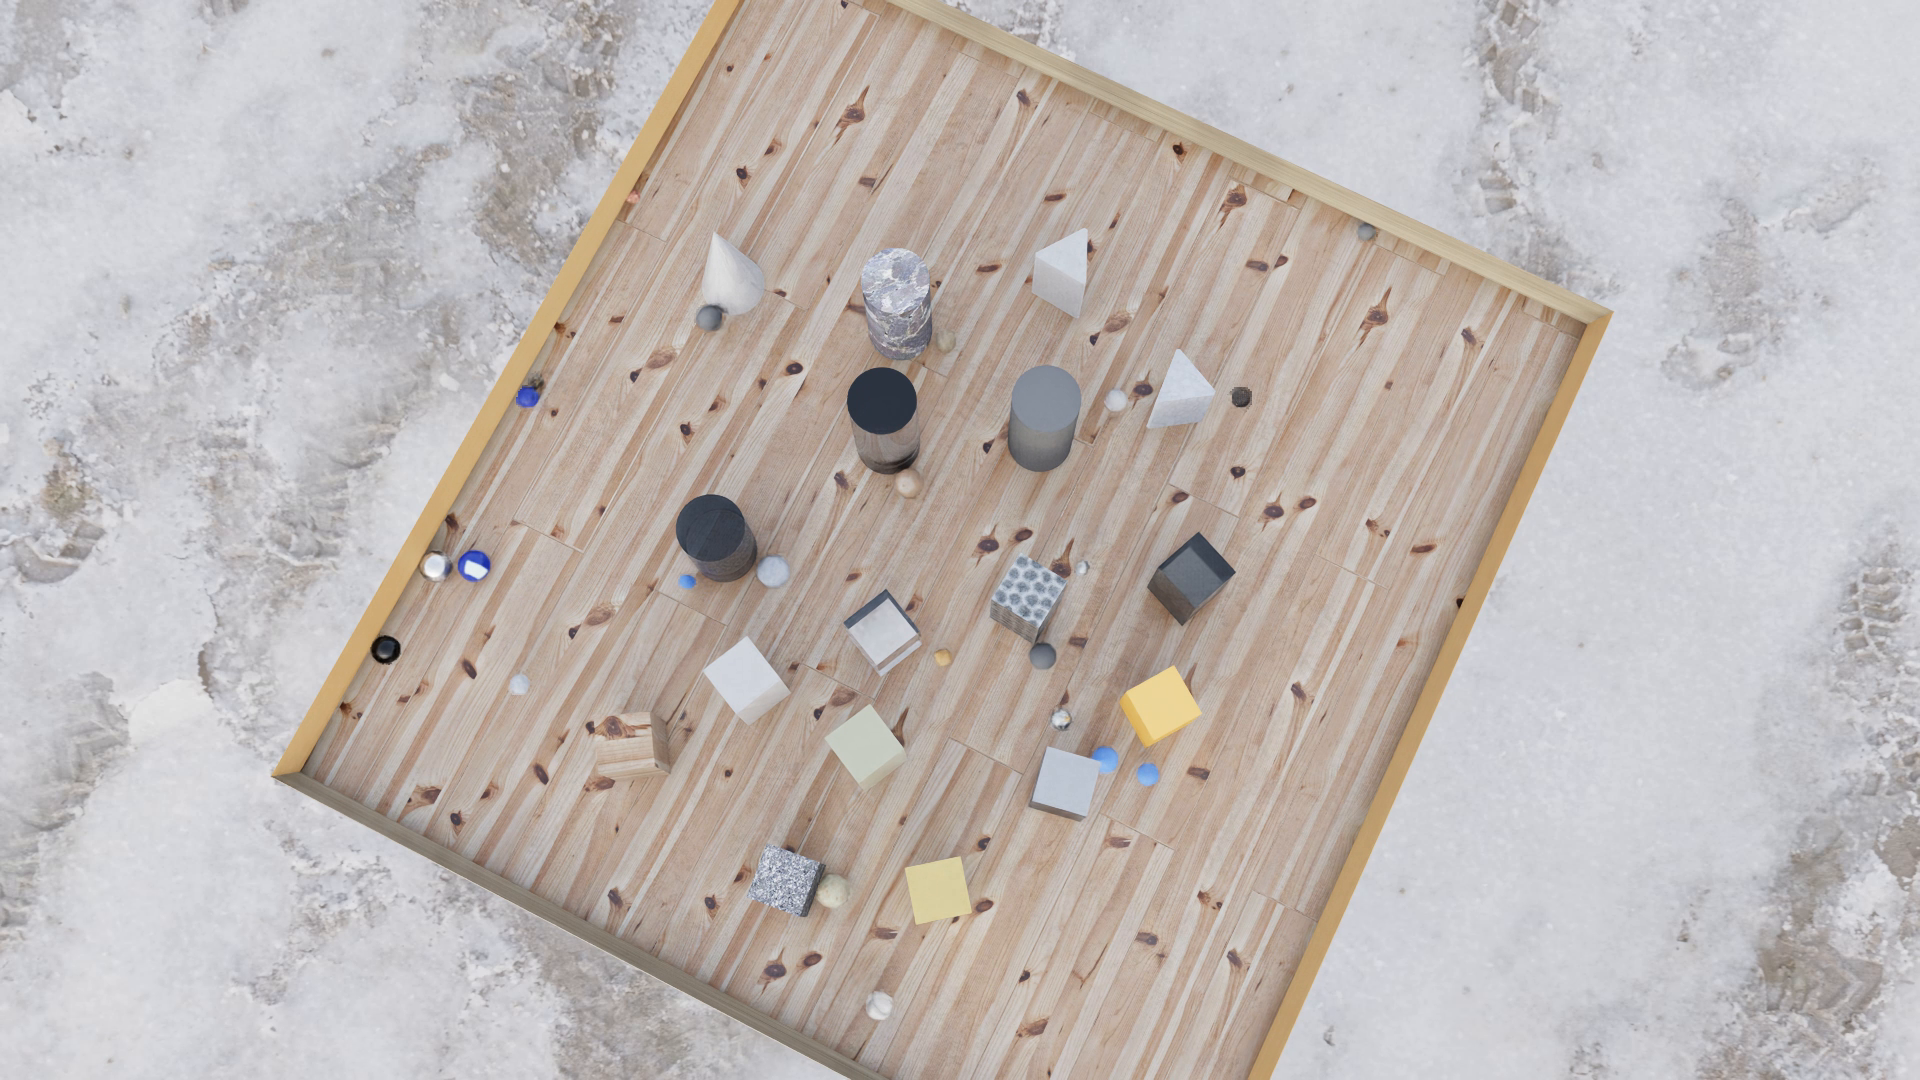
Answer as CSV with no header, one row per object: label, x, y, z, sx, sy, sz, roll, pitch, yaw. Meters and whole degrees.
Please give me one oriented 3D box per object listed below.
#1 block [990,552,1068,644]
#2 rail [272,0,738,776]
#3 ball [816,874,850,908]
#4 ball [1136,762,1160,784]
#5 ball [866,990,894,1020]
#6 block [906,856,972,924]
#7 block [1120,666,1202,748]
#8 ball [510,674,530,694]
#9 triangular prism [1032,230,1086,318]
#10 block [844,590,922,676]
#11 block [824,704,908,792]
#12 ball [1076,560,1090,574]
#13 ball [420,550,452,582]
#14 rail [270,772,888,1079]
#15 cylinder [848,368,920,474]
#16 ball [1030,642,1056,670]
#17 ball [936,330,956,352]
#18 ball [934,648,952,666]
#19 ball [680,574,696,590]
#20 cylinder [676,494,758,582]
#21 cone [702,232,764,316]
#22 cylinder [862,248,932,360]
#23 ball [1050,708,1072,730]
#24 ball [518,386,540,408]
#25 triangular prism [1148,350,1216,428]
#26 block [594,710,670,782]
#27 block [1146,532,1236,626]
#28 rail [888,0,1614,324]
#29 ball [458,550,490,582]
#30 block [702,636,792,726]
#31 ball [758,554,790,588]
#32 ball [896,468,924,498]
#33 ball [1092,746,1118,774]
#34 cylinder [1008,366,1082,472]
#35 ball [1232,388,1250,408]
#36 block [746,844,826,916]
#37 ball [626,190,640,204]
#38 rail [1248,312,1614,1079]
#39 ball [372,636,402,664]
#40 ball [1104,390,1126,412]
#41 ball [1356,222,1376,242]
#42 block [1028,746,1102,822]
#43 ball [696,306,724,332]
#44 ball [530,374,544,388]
block,0.199,0.177,5.411,0.160,0.332,0.160,31,80,6
rail,-1.303,-0.631,5.680,0.045,0.130,3.072,26,80,5
ball,-0.371,1.027,5.354,0.098,0.098,0.098,0,78,0
ball,0.558,0.694,5.439,0.066,0.066,0.066,0,78,0
ball,-0.234,1.345,5.297,0.080,0.080,0.080,0,78,0
block,-0.061,1.009,5.267,0.160,0.275,0.160,-11,79,-2
block,0.586,0.493,5.386,0.160,0.251,0.160,-28,80,-6
ball,-1.321,0.432,5.497,0.059,0.059,0.059,0,78,0
triangular prism,0.337,-0.837,5.625,0.173,0.322,0.150,31,80,6
block,-0.227,0.277,5.425,0.160,0.263,0.160,-38,81,-7
block,-0.269,0.606,5.309,0.160,0.357,0.160,-37,81,-7
ball,0.373,0.081,5.578,0.043,0.043,0.043,0,78,0
ball,-1.587,0.080,5.550,0.098,0.098,0.098,0,78,0
rail,-0.676,1.331,5.274,2.961,0.130,0.045,26,80,5
cylinder,-0.222,-0.348,5.445,0.199,0.478,0.199,0,78,0
ball,0.249,0.348,5.502,0.083,0.083,0.083,0,78,0
ball,-0.044,-0.620,5.711,0.067,0.067,0.067,0,78,0
ball,-0.050,0.351,5.518,0.051,0.051,0.051,0,78,0
ball,-0.826,0.128,5.567,0.045,0.045,0.045,0,78,0
cylinder,-0.720,-0.001,5.448,0.199,0.331,0.199,0,78,0
cone,-0.716,-0.852,5.556,0.199,0.465,0.199,0,78,0
cylinder,-0.187,-0.705,5.529,0.199,0.458,0.199,0,78,0
ball,0.302,0.534,5.472,0.067,0.067,0.067,0,78,0
ball,-1.337,-0.442,5.674,0.067,0.067,0.067,0,78,0
triangular prism,0.657,-0.463,5.560,0.173,0.300,0.150,-8,78,-2
block,-0.952,0.603,5.341,0.160,0.294,0.160,-7,78,-2
block,0.682,0.118,5.426,0.160,0.325,0.160,-41,81,-8
rail,0.676,-1.318,5.822,2.961,0.130,0.045,26,80,5
ball,-1.472,0.079,5.551,0.097,0.097,0.097,0,78,0
block,-0.621,0.416,5.367,0.160,0.319,0.160,-38,81,-7
ball,-0.564,0.093,5.547,0.100,0.100,0.100,0,78,0
ball,-0.154,-0.176,5.608,0.089,0.089,0.089,0,78,0
ball,0.430,0.652,5.441,0.079,0.079,0.079,0,78,0
cylinder,0.247,-0.355,5.450,0.199,0.469,0.199,0,78,0
ball,0.871,-0.439,5.677,0.060,0.060,0.060,0,78,0
block,-0.498,0.982,5.283,0.160,0.255,0.160,20,79,4
ball,-1.038,-1.089,5.818,0.047,0.047,0.047,0,78,0
rail,1.303,0.645,5.416,0.045,0.130,3.072,26,80,5
ball,-1.723,0.330,5.505,0.086,0.086,0.086,0,78,0
ball,0.482,-0.430,5.671,0.069,0.069,0.069,0,78,0
ball,1.283,-0.973,5.788,0.058,0.058,0.058,0,78,0
block,0.302,0.711,5.319,0.160,0.295,0.160,16,79,3
ball,-0.780,-0.691,5.718,0.082,0.082,0.082,0,78,0
ball,-1.316,-0.494,5.696,0.044,0.044,0.044,0,78,0
